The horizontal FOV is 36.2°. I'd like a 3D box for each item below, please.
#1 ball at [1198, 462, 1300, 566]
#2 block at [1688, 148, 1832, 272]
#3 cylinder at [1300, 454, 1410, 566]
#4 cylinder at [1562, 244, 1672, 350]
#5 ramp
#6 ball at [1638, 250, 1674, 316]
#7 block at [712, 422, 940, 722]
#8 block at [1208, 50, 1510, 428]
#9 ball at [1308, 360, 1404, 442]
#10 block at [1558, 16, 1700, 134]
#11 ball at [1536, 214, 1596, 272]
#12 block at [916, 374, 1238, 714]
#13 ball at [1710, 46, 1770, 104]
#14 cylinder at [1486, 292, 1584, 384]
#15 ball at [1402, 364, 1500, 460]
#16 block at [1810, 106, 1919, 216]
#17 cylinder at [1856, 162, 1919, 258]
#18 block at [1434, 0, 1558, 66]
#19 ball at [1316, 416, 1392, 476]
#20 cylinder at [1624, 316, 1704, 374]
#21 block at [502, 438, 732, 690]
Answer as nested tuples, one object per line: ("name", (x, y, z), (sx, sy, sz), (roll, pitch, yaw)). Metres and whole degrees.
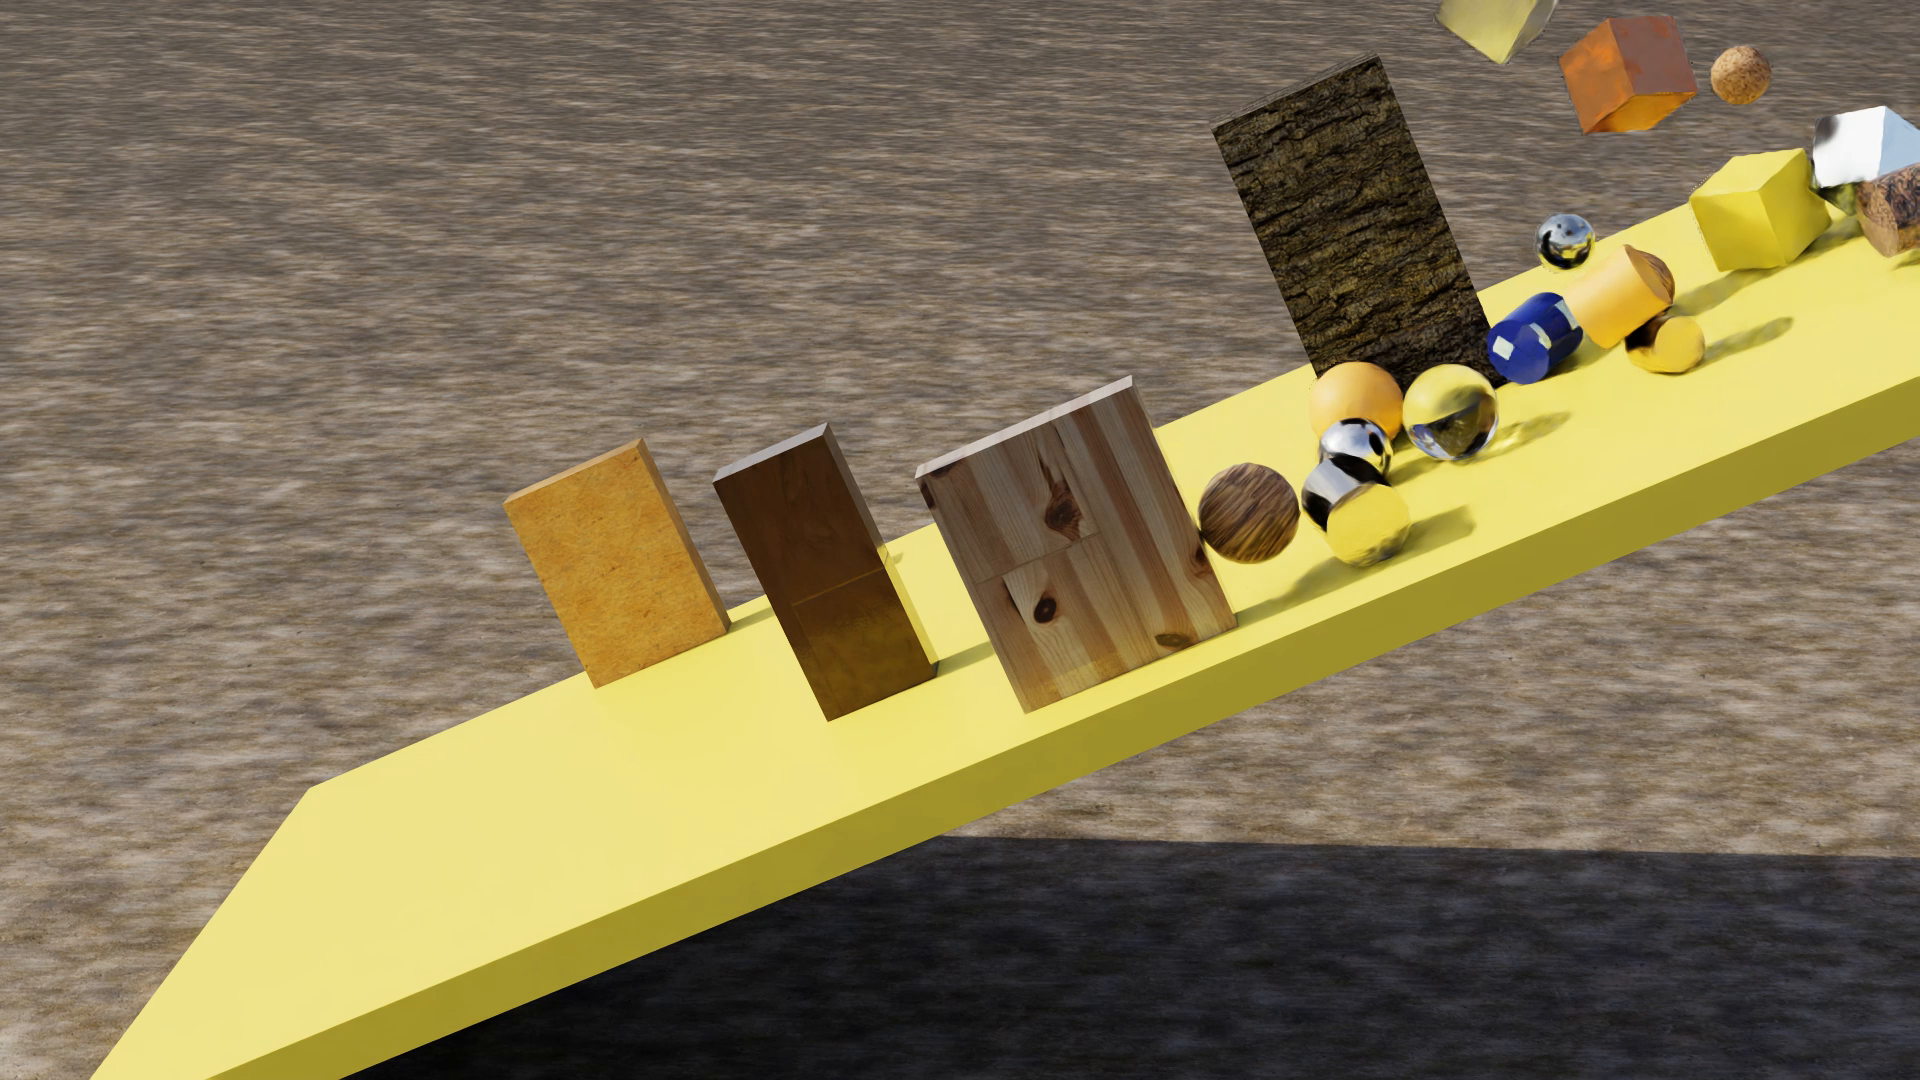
("ball", (0.535, -0.048, 5.453), (0.190, 0.190, 0.190), (0, 15, 0))
("block", (1.677, -0.690, 6.163), (0.179, 0.179, 0.179), (-39, 22, -30))
("cylinder", (0.728, -0.055, 5.427), (0.160, 0.160, 0.160), (-3, 22, -10))
("cylinder", (1.274, -0.472, 5.709), (0.148, 0.148, 0.148), (-38, 0, 24))
("ramp", (0.132, 0.170, 6.284), (4.000, 0.100, 2.000), (-23, 13, 8))
("ball", (1.398, -0.519, 6.098), (0.163, 0.163, 0.163), (0, 15, 0))
("block", (-0.269, 0.067, 5.971), (0.244, 0.550, 0.116), (-23, 13, 8))
("block", (0.841, -0.609, 6.185), (0.371, 0.741, 0.147), (-23, 13, 8))
("ball", (0.822, -0.272, 6.098), (0.199, 0.199, 0.199), (0, 15, 0))
("block", (1.293, -0.900, 5.692), (0.162, 0.162, 0.162), (-7, -17, -28))
("ball", (1.271, -0.623, 6.173), (0.124, 0.124, 0.124), (0, 15, 0))
("block", (0.217, 0.011, 5.418), (0.430, 0.493, 0.095), (-23, 13, 8))
("ball", (1.626, -0.967, 6.124), (0.120, 0.120, 0.120), (0, 15, 0))
("cylinder", (1.196, -0.420, 6.117), (0.146, 0.146, 0.146), (13, 35, 39))
("ball", (0.963, -0.251, 5.772), (0.190, 0.190, 0.190), (0, 15, 0))
("block", (1.881, -0.785, 6.101), (0.158, 0.158, 0.158), (21, -18, -40))
("cylinder", (1.814, -0.635, 5.597), (0.153, 0.153, 0.153), (-20, 18, -5))
("block", (1.104, -1.107, 5.967), (0.171, 0.171, 0.171), (38, 48, 14))
("ball", (0.788, -0.171, 5.870), (0.150, 0.150, 0.150), (0, 15, 0))
("cylinder", (1.370, -0.381, 5.720), (0.110, 0.110, 0.110), (-5, 7, -18))
("block", (-0.829, 0.058, 7.140), (0.359, 0.508, 0.097), (-23, 13, 8))
